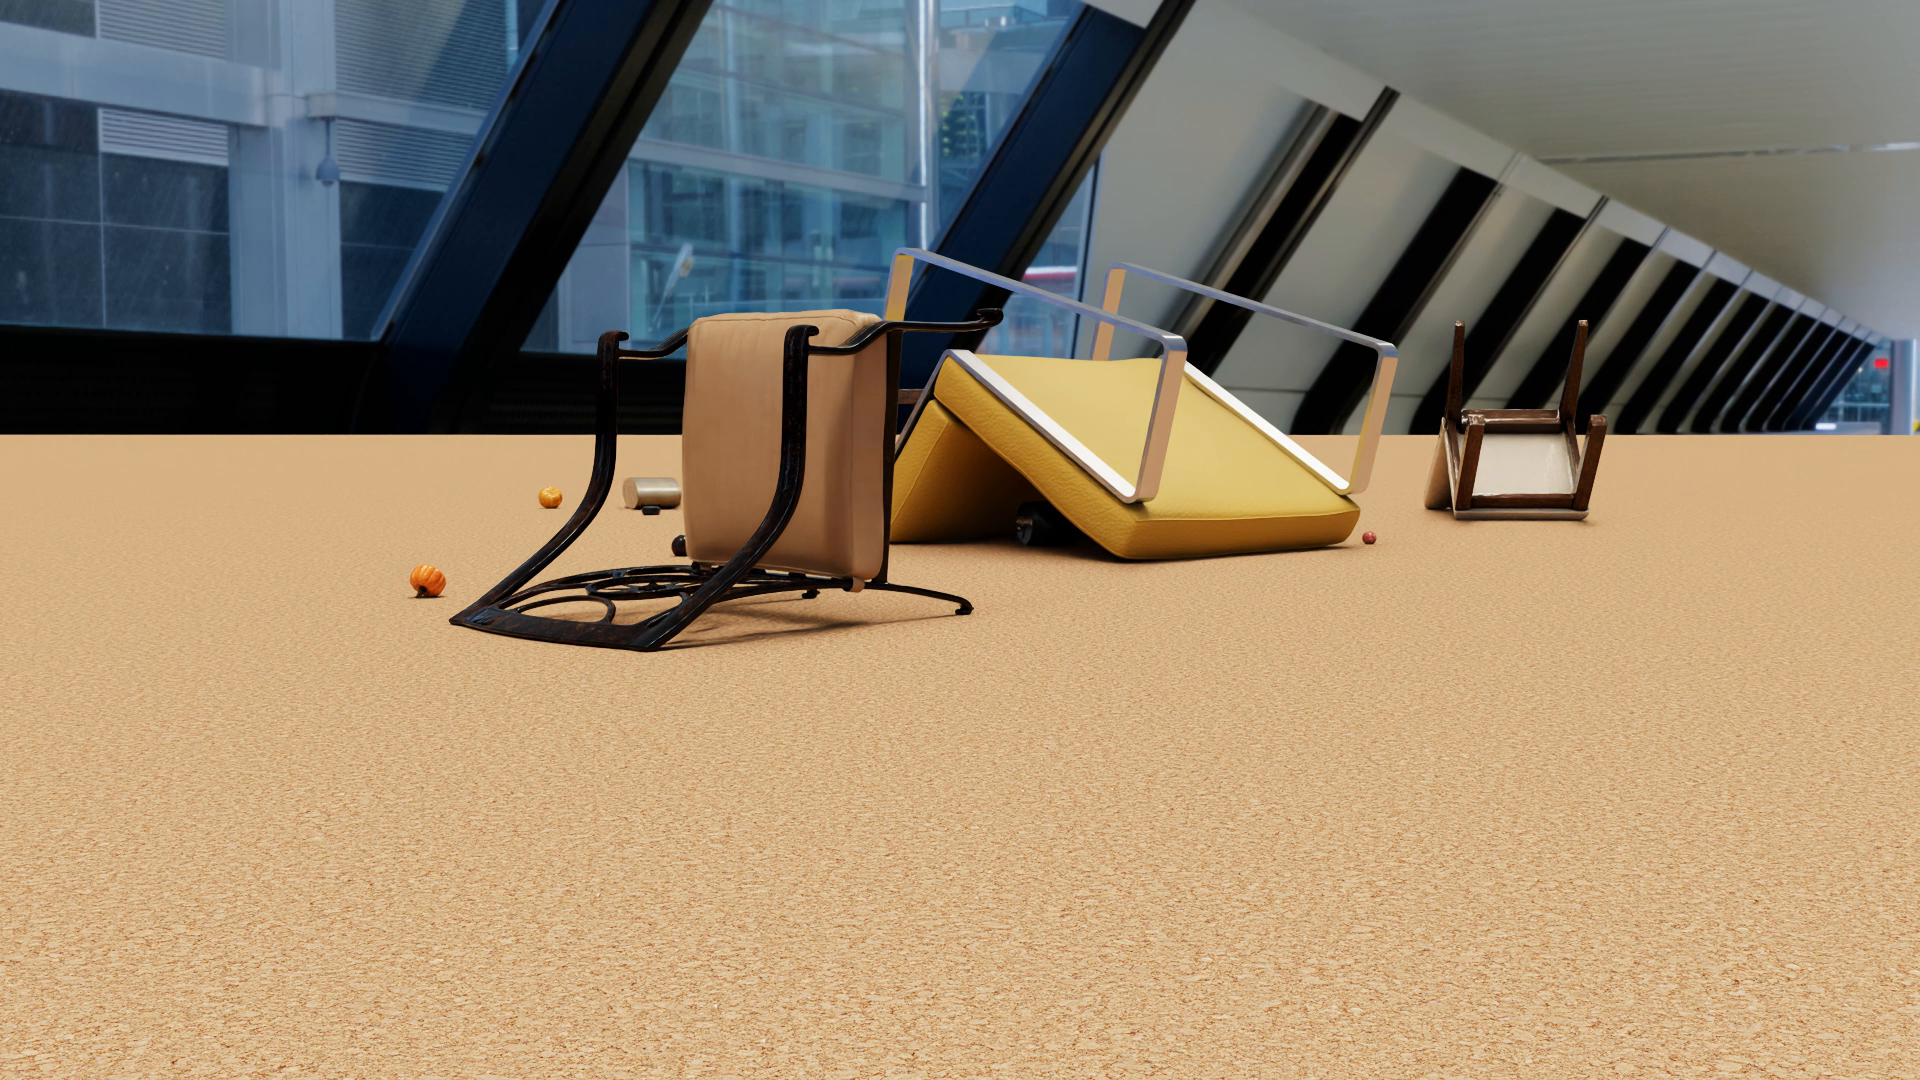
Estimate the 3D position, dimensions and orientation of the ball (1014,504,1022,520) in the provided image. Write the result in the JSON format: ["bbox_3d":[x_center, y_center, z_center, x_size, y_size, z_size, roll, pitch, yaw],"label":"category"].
[{"bbox_3d":[0.213,-0.083,7.221,0.074,0.074,0.074,0,4,0],"label":"ball"}]

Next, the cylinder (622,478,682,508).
[{"bbox_3d":[-1.164,-0.178,8.302,0.163,0.114,0.308,-1,6,-19],"label":"cylinder"}]

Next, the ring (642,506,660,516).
[{"bbox_3d":[-1.104,-0.105,7.860,0.061,0.031,0.093,2,3,17],"label":"ring"}]

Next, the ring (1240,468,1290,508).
[{"bbox_3d":[1.152,-0.196,8.319,0.183,0.105,0.212,36,14,32],"label":"ring"}]

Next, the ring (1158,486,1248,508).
[{"bbox_3d":[0.926,-0.164,8.403,0.305,0.074,0.386,-2,4,-37],"label":"ring"}]

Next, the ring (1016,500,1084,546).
[{"bbox_3d":[0.259,-0.049,6.356,0.186,0.127,0.244,0,2,27],"label":"ring"}]
